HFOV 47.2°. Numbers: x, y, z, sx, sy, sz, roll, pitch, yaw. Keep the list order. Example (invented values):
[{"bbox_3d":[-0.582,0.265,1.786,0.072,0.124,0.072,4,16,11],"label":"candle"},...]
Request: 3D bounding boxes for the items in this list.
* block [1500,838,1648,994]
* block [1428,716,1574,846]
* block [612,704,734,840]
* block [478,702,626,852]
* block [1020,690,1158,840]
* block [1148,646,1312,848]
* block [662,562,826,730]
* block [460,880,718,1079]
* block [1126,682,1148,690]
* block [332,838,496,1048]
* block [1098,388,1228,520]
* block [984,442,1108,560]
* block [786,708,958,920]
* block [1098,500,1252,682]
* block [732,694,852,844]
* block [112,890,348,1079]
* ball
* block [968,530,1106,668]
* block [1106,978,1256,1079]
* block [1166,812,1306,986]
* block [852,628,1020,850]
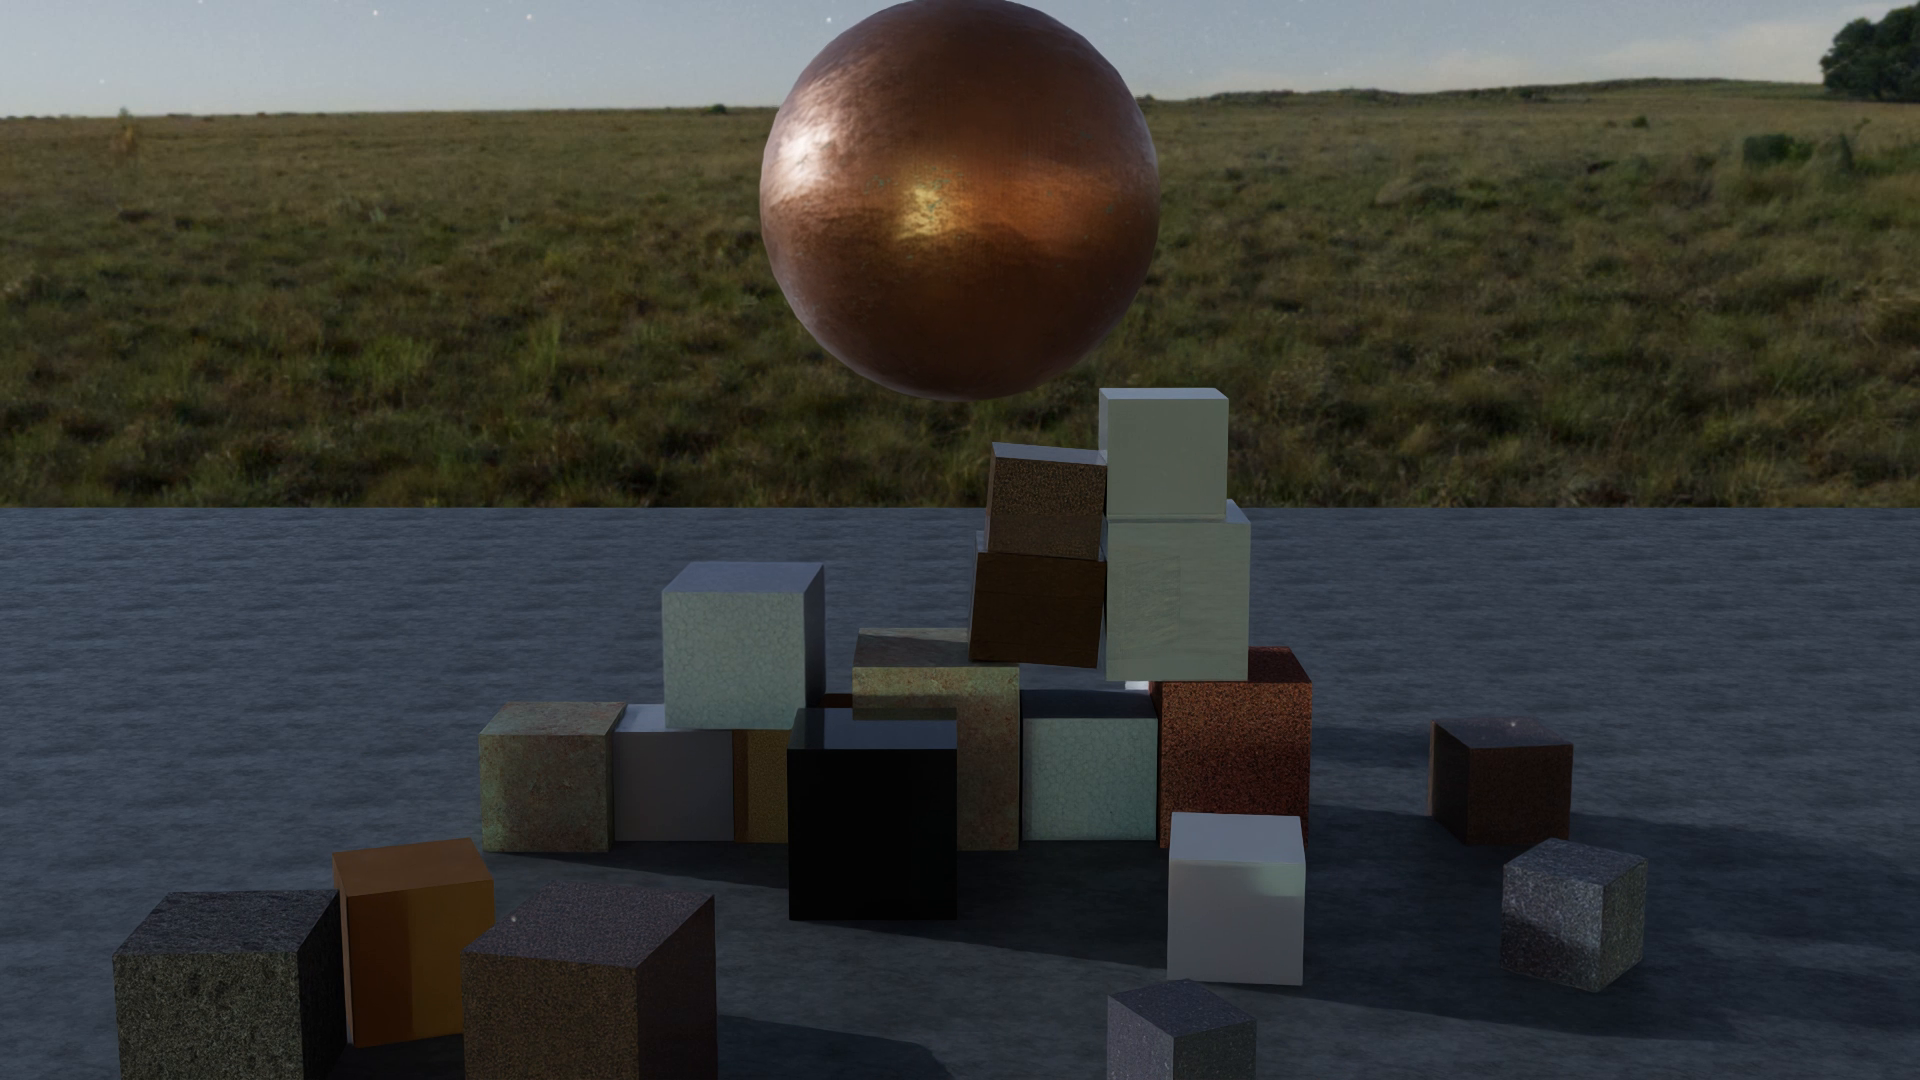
[{"bbox_3d":[2.636,1.603,9.448,0.442,0.467,0.480,8,13,38],"label":"block"},{"bbox_3d":[2.780,1.235,11.352,0.542,0.509,0.570,-1,10,-8],"label":"block"},{"bbox_3d":[-1.448,1.197,11.385,0.606,0.571,0.550,0,10,0],"label":"block"},{"bbox_3d":[-2.068,1.203,11.265,0.627,0.603,0.660,0,10,1],"label":"block"},{"bbox_3d":[0.656,1.159,11.408,0.680,0.639,0.593,0,10,0],"label":"block"},{"bbox_3d":[1.376,1.057,11.363,0.741,0.855,0.800,0,10,0],"label":"block"},{"bbox_3d":[-1.093,0.528,11.273,0.707,0.694,0.798,0,10,4],"label":"block"},{"bbox_3d":[-1.302,1.733,7.846,0.640,0.782,0.757,3,11,14],"label":"block"},{"bbox_3d":[1.361,0.884,13.267,0.561,0.514,0.467,-6,12,-32],"label":"block"},{"bbox_3d":[-2.211,1.619,8.918,0.561,0.623,0.573,-4,11,-21],"label":"block"},{"bbox_3d":[1.018,-0.443,11.097,0.596,0.597,0.493,0,10,-1],"label":"block"},{"bbox_3d":[0.425,-0.203,11.116,0.551,0.474,0.533,5,10,-2],"label":"block"},{"bbox_3d":[-0.398,1.272,10.316,0.766,0.807,0.728,0,10,0],"label":"block"},{"bbox_3d":[1.075,0.244,11.216,0.703,0.797,0.730,0,10,0],"label":"block"},{"bbox_3d":[-0.837,1.173,11.392,0.602,0.616,0.653,0,10,0],"label":"block"},{"bbox_3d":[-2.726,1.733,8.273,0.653,0.630,0.668,0,10,-3],"label":"block"},{"bbox_3d":[0.000,-1.352,8.761,1.600,1.600,1.600,0,10,0],"label":"ball"},{"bbox_3d":[0.381,0.295,11.198,0.638,0.539,0.617,5,10,-2],"label":"block"},{"bbox_3d":[0.807,1.895,8.055,0.355,0.390,0.444,-5,12,-27],"label":"block"},{"bbox_3d":[1.196,1.547,9.558,0.568,0.535,0.657,1,10,6],"label":"block"},{"bbox_3d":[-0.122,1.011,11.368,0.823,0.943,0.893,0,10,0],"label":"block"}]
